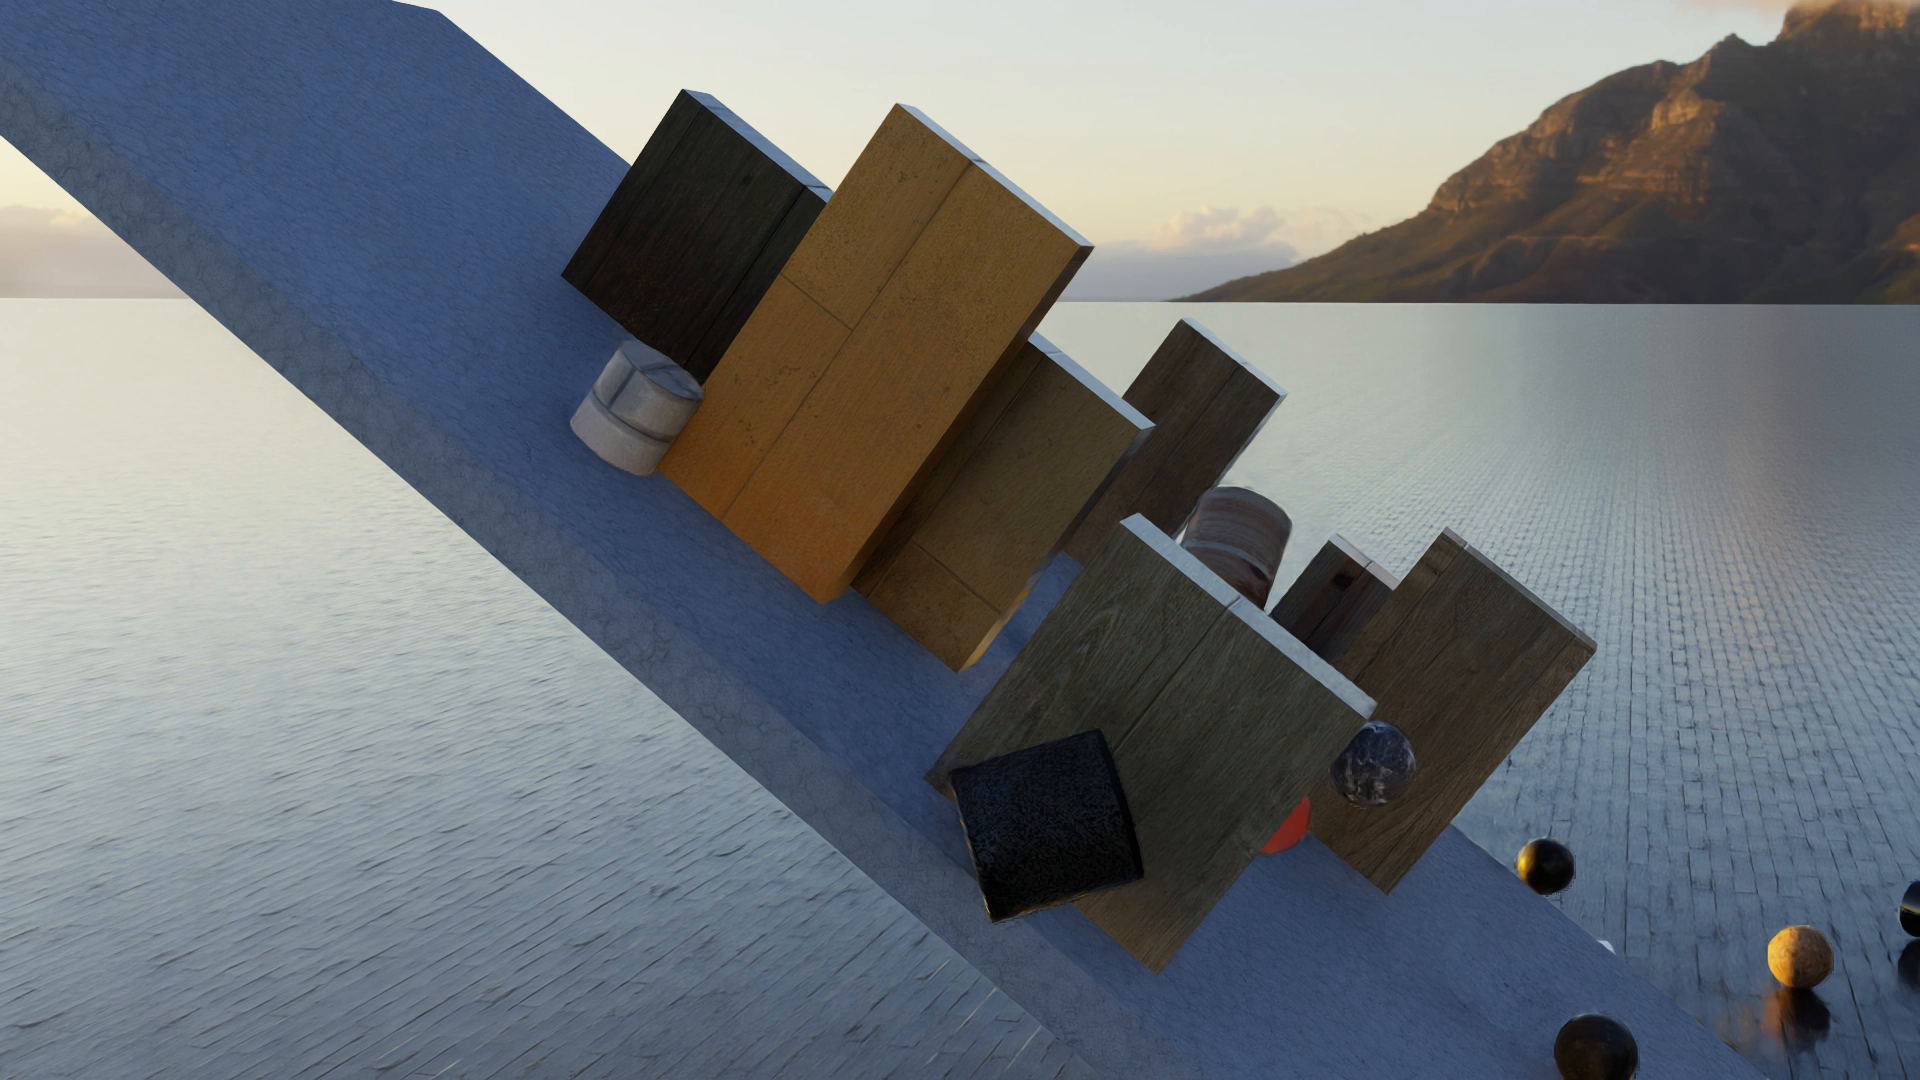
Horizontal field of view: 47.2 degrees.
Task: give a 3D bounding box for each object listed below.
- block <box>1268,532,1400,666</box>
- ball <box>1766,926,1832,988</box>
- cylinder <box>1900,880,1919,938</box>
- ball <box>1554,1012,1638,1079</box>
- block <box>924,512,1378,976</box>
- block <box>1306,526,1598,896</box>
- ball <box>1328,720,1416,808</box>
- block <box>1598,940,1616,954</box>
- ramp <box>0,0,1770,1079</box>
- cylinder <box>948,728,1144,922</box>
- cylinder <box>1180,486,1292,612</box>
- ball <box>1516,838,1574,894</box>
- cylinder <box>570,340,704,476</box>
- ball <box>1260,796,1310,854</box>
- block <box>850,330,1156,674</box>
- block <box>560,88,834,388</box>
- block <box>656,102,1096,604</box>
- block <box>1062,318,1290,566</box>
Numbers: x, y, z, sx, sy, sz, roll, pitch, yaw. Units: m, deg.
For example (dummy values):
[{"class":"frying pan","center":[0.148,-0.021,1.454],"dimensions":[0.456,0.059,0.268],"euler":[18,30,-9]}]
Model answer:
[{"class":"block","center":[0.779,0.280,4.402],"dimensions":[0.407,0.418,0.136],"euler":[39,16,9]},{"class":"ball","center":[2.181,1.084,5.712],"dimensions":[0.159,0.159,0.159],"euler":[0,7,0]},{"class":"cylinder","center":[2.719,1.036,6.070],"dimensions":[0.164,0.164,0.164],"euler":[-4,8,-28]},{"class":"ball","center":[1.113,0.899,3.847],"dimensions":[0.142,0.142,0.142],"euler":[0,7,0]},{"class":"block","center":[0.271,0.291,3.172],"dimensions":[0.439,0.484,0.127],"euler":[39,16,9]},{"class":"block","center":[0.853,0.320,4.107],"dimensions":[0.346,0.601,0.094],"euler":[39,16,9]},{"class":"ball","center":[0.600,0.326,3.207],"dimensions":[0.126,0.126,0.126],"euler":[0,7,0]},{"class":"block","center":[1.484,1.099,5.357],"dimensions":[0.205,0.205,0.205],"euler":[4,7,7]},{"class":"ramp","center":[-0.055,0.115,4.065],"dimensions":[4.000,0.100,2.000],"euler":[39,16,9]},{"class":"cylinder","center":[0.114,0.382,2.944],"dimensions":[0.210,0.210,0.210],"euler":[-16,8,-3]},{"class":"cylinder","center":[0.533,0.031,4.350],"dimensions":[0.197,0.197,0.197],"euler":[19,-27,10]},{"class":"ball","center":[1.283,0.714,4.820],"dimensions":[0.123,0.123,0.123],"euler":[0,7,0]},{"class":"cylinder","center":[-0.521,-0.212,3.541],"dimensions":[0.156,0.156,0.156],"euler":[33,16,-11]},{"class":"ball","center":[0.540,0.476,3.841],"dimensions":[0.144,0.144,0.144],"euler":[0,7,0]},{"class":"block","center":[0.010,-0.105,3.690],"dimensions":[0.390,0.518,0.114],"euler":[39,16,9]},{"class":"block","center":[-0.452,-0.541,4.128],"dimensions":[0.424,0.427,0.131],"euler":[39,16,9]},{"class":"block","center":[-0.148,-0.294,3.531],"dimensions":[0.371,0.715,0.098],"euler":[39,16,9]},{"class":"block","center":[0.423,-0.175,4.707],"dimensions":[0.265,0.550,0.116],"euler":[39,16,9]}]
